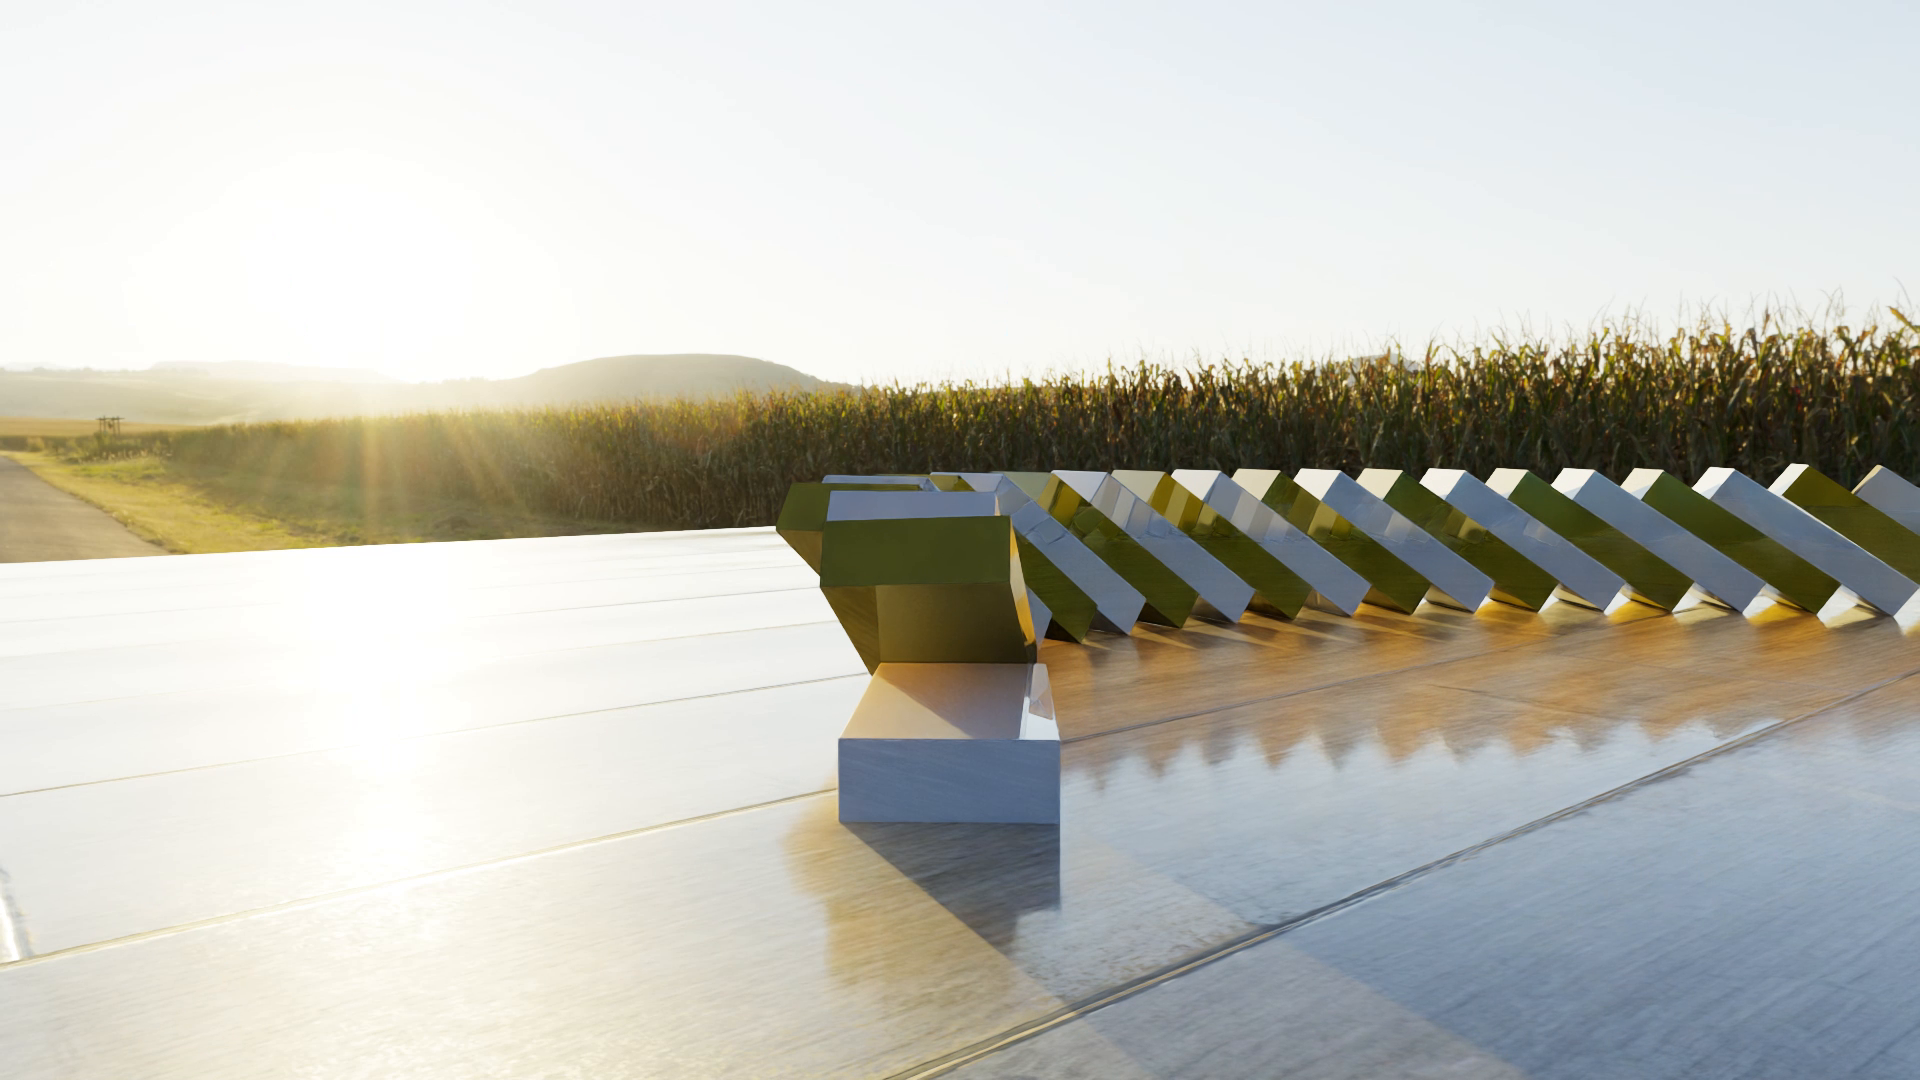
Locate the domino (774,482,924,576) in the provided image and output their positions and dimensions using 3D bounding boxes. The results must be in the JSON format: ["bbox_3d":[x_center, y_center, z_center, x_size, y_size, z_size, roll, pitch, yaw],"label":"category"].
[{"bbox_3d":[-0.010,0.007,0.233,0.025,0.009,0.050,2,-29,27],"label":"domino"}]

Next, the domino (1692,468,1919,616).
[{"bbox_3d":[0.217,0.000,0.332,0.050,0.010,0.025,37,14,12],"label":"domino"}]

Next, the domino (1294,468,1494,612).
[{"bbox_3d":[0.110,0.000,0.331,0.050,0.009,0.025,34,0,-8],"label":"domino"}]

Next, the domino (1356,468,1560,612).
[{"bbox_3d":[0.127,0.000,0.334,0.050,0.009,0.025,34,2,-5],"label":"domino"}]

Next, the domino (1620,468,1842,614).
[{"bbox_3d":[0.199,0.000,0.335,0.050,0.009,0.025,35,11,8],"label":"domino"}]

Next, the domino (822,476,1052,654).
[{"bbox_3d":[-0.005,0.005,0.252,0.025,0.009,0.050,3,-30,37],"label":"domino"}]

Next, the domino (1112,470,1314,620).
[{"bbox_3d":[0.059,0.001,0.314,0.050,0.010,0.025,35,-8,-19],"label":"domino"}]

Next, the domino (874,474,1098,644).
[{"bbox_3d":[0.004,0.004,0.268,0.025,0.010,0.050,4,-29,46],"label":"domino"}]

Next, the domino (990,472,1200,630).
[{"bbox_3d":[0.029,0.002,0.294,0.050,0.010,0.025,37,-15,-27],"label":"domino"}]

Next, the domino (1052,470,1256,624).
[{"bbox_3d":[0.044,0.002,0.305,0.050,0.010,0.025,36,-11,-23],"label":"domino"}]

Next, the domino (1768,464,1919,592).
[{"bbox_3d":[0.234,-0.001,0.328,0.050,0.010,0.025,40,18,17],"label":"domino"}]

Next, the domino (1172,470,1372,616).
[{"bbox_3d":[0.076,0.000,0.321,0.050,0.009,0.025,34,-5,-15],"label":"domino"}]

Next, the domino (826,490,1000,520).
[{"bbox_3d":[-0.005,0.009,0.210,0.025,0.009,0.050,1,-29,8],"label":"domino"}]

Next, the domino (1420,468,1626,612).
[{"bbox_3d":[0.145,-0.001,0.336,0.050,0.009,0.025,34,4,-2],"label":"domino"}]

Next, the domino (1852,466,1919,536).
[{"bbox_3d":[0.251,0.000,0.322,0.050,0.009,0.025,42,24,23],"label":"domino"}]

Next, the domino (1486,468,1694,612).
[{"bbox_3d":[0.163,-0.001,0.337,0.050,0.009,0.025,34,7,2],"label":"domino"}]

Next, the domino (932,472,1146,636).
[{"bbox_3d":[0.016,0.003,0.282,0.050,0.009,0.025,39,-19,-32],"label":"domino"}]

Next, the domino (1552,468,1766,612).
[{"bbox_3d":[0.181,-0.001,0.336,0.050,0.010,0.025,35,9,5],"label":"domino"}]

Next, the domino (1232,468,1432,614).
[{"bbox_3d":[0.093,0.000,0.327,0.050,0.010,0.025,34,-3,-12],"label":"domino"}]

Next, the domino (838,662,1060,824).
[{"bbox_3d":[0.000,0.025,0.169,0.025,0.009,0.050,0,4,2],"label":"domino"}]

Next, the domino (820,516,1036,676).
[{"bbox_3d":[-0.003,0.012,0.190,0.025,0.009,0.050,-2,-25,7],"label":"domino"}]
